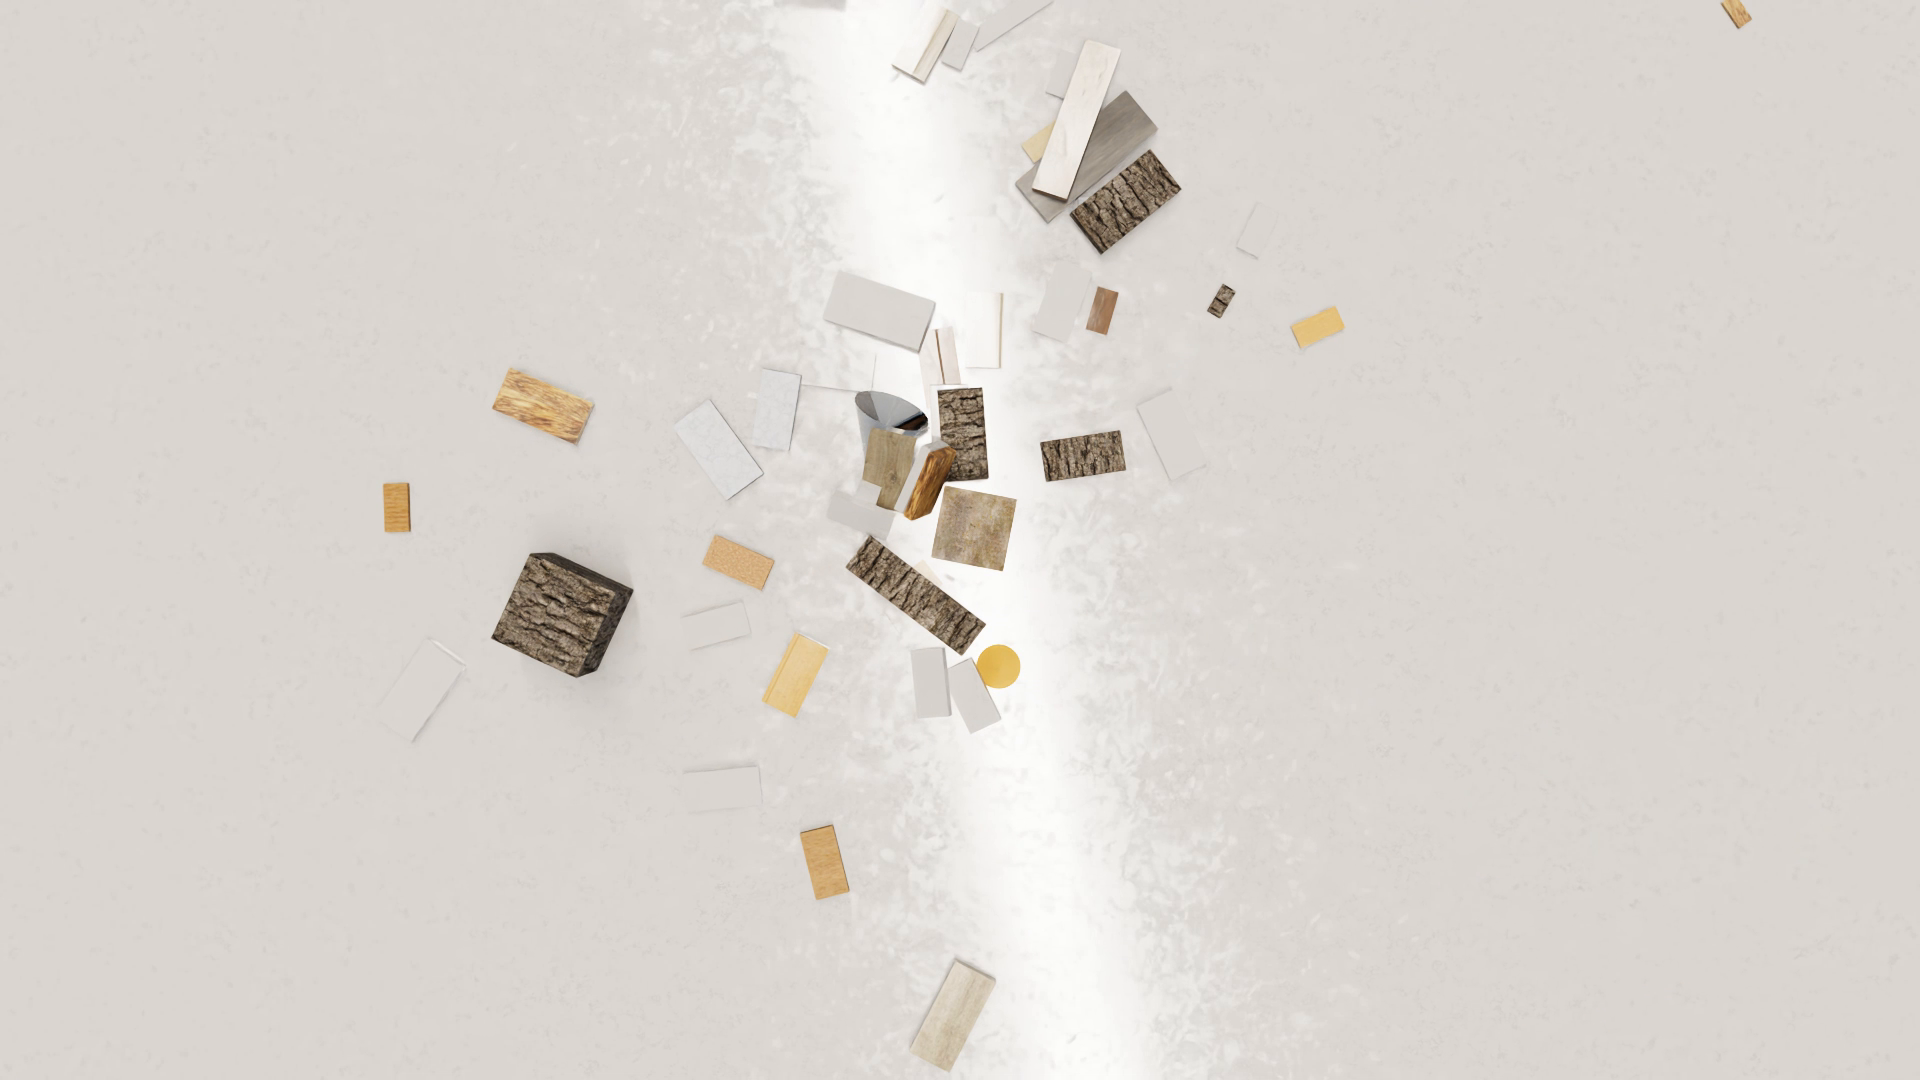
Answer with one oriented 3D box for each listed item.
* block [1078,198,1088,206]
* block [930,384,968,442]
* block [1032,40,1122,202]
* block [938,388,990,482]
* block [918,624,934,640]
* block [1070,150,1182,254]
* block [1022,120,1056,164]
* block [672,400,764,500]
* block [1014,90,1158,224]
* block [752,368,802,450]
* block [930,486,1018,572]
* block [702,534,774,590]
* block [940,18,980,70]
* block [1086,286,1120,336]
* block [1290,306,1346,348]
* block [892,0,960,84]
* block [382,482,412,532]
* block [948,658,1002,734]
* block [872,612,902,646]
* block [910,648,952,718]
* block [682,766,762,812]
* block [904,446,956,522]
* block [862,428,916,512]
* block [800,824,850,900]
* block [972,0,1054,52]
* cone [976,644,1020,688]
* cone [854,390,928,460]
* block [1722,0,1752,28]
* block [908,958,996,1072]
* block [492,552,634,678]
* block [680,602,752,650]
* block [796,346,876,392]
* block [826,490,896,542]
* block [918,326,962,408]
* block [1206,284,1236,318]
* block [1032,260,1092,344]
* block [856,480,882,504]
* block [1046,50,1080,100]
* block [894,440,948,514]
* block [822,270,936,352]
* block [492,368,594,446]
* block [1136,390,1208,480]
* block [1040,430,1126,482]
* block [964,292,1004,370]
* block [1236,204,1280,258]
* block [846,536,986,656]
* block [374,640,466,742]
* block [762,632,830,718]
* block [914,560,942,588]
[{"bbox_3d":[0.467,-1.103,5.490,0.148,0.021,0.074,-1,90,0],"label":"block"},{"bbox_3d":[-0.033,-0.387,5.457,0.127,0.036,0.255,-2,101,-1],"label":"block"},{"bbox_3d":[0.385,-1.384,5.438,0.122,0.035,0.533,20,86,7],"label":"block"},{"bbox_3d":[0.011,-0.346,5.426,0.149,0.042,0.299,-4,101,-1],"label":"block"},{"bbox_3d":[-0.082,0.285,5.492,0.107,0.015,0.054,-23,90,0],"label":"block"},{"bbox_3d":[0.548,-1.119,5.456,0.339,0.048,0.170,-39,94,-5],"label":"block"},{"bbox_3d":[0.286,-1.327,5.489,0.150,0.021,0.075,-36,90,0],"label":"block"},{"bbox_3d":[-0.802,-0.298,5.479,0.152,0.043,0.303,-36,90,0],"label":"block"},{"bbox_3d":[0.420,-1.271,5.476,0.477,0.048,0.170,-40,90,0],"label":"block"},{"bbox_3d":[-0.607,-0.432,5.462,0.126,0.036,0.253,10,99,0],"label":"block"},{"bbox_3d":[0.044,-0.037,5.382,0.237,0.237,0.237,11,90,0],"label":"block"},{"bbox_3d":[-0.737,0.075,5.485,0.215,0.030,0.108,24,90,0],"label":"block"},{"bbox_3d":[0.000,-1.646,5.476,0.075,0.021,0.150,25,98,5],"label":"block"},{"bbox_3d":[0.473,-0.762,5.490,0.074,0.021,0.148,16,90,0],"label":"block"},{"bbox_3d":[1.190,-0.708,5.489,0.161,0.023,0.081,-25,90,0],"label":"block"},{"bbox_3d":[-0.114,-1.658,5.482,0.124,0.035,0.248,29,90,0],"label":"block"},{"bbox_3d":[-1.874,-0.108,5.489,0.081,0.023,0.161,-2,90,0],"label":"block"},{"bbox_3d":[0.038,0.517,5.474,0.113,0.032,0.227,-26,90,10],"label":"block"},{"bbox_3d":[-0.243,0.299,5.492,0.054,0.015,0.107,-36,90,0],"label":"block"},{"bbox_3d":[-0.095,0.473,5.464,0.113,0.032,0.227,-6,90,21],"label":"block"},{"bbox_3d":[-0.789,0.826,5.482,0.253,0.036,0.126,-6,90,0],"label":"block"},{"bbox_3d":[-0.098,-0.184,5.389,0.035,0.122,0.244,34,119,21],"label":"block"},{"bbox_3d":[-0.238,-0.226,5.381,0.149,0.042,0.299,13,134,0],"label":"block"},{"bbox_3d":[-0.450,1.071,5.484,0.113,0.032,0.227,-14,90,0],"label":"block"},{"bbox_3d":[0.166,-1.739,5.490,0.307,0.019,0.068,-33,90,0],"label":"block"},{"bbox_3d":[0.129,0.422,5.425,0.149,0.149,0.149,0,90,0],"label":"cone"},{"bbox_3d":[-0.266,-0.318,5.443,0.255,0.255,0.255,22,117,0],"label":"cone"},{"bbox_3d":[2.586,-1.760,5.493,0.052,0.015,0.104,-34,90,0],"label":"block"},{"bbox_3d":[-0.025,1.579,5.479,0.152,0.043,0.337,27,90,0],"label":"block"},{"bbox_3d":[-1.283,0.239,5.351,0.298,0.298,0.298,25,90,0],"label":"block"},{"bbox_3d":[-0.812,0.286,5.485,0.215,0.030,0.108,-15,90,0],"label":"block"},{"bbox_3d":[-0.414,-0.567,5.482,0.255,0.036,0.127,7,90,0],"label":"block"},{"bbox_3d":[-0.328,-0.081,5.452,0.215,0.030,0.108,22,133,0],"label":"block"},{"bbox_3d":[-0.068,-0.573,5.482,0.127,0.036,0.255,-9,90,0],"label":"block"},{"bbox_3d":[0.871,-0.795,5.493,0.052,0.015,0.103,30,90,0],"label":"block"},{"bbox_3d":[0.338,-0.791,5.482,0.124,0.035,0.248,20,90,0],"label":"block"},{"bbox_3d":[-0.312,-0.130,5.440,0.074,0.021,0.148,21,134,-1],"label":"block"},{"bbox_3d":[0.346,-1.548,5.489,0.075,0.021,0.150,20,90,0],"label":"block"},{"bbox_3d":[-0.125,-0.206,5.395,0.035,0.122,0.244,34,115,21],"label":"block"},{"bbox_3d":[-0.266,-0.759,5.456,0.339,0.048,0.170,19,90,7],"label":"block"},{"bbox_3d":[-1.383,-0.444,5.479,0.299,0.042,0.149,23,90,0],"label":"block"},{"bbox_3d":[0.703,-0.349,5.481,0.134,0.038,0.268,-25,90,0],"label":"block"},{"bbox_3d":[0.409,-0.278,5.481,0.268,0.038,0.134,-9,90,0],"label":"block"},{"bbox_3d":[0.082,-0.696,5.482,0.124,0.035,0.248,2,90,0],"label":"block"},{"bbox_3d":[0.991,-1.029,5.489,0.081,0.023,0.161,26,90,0],"label":"block"},{"bbox_3d":[-0.146,0.185,5.466,0.487,0.038,0.134,37,90,0],"label":"block"},{"bbox_3d":[-1.793,0.501,5.479,0.152,0.043,0.303,35,90,0],"label":"block"},{"bbox_3d":[-0.546,0.448,5.482,0.126,0.036,0.253,26,90,0],"label":"block"},{"bbox_3d":[-0.111,0.122,5.492,0.054,0.015,0.107,-39,90,0],"label":"block"}]
